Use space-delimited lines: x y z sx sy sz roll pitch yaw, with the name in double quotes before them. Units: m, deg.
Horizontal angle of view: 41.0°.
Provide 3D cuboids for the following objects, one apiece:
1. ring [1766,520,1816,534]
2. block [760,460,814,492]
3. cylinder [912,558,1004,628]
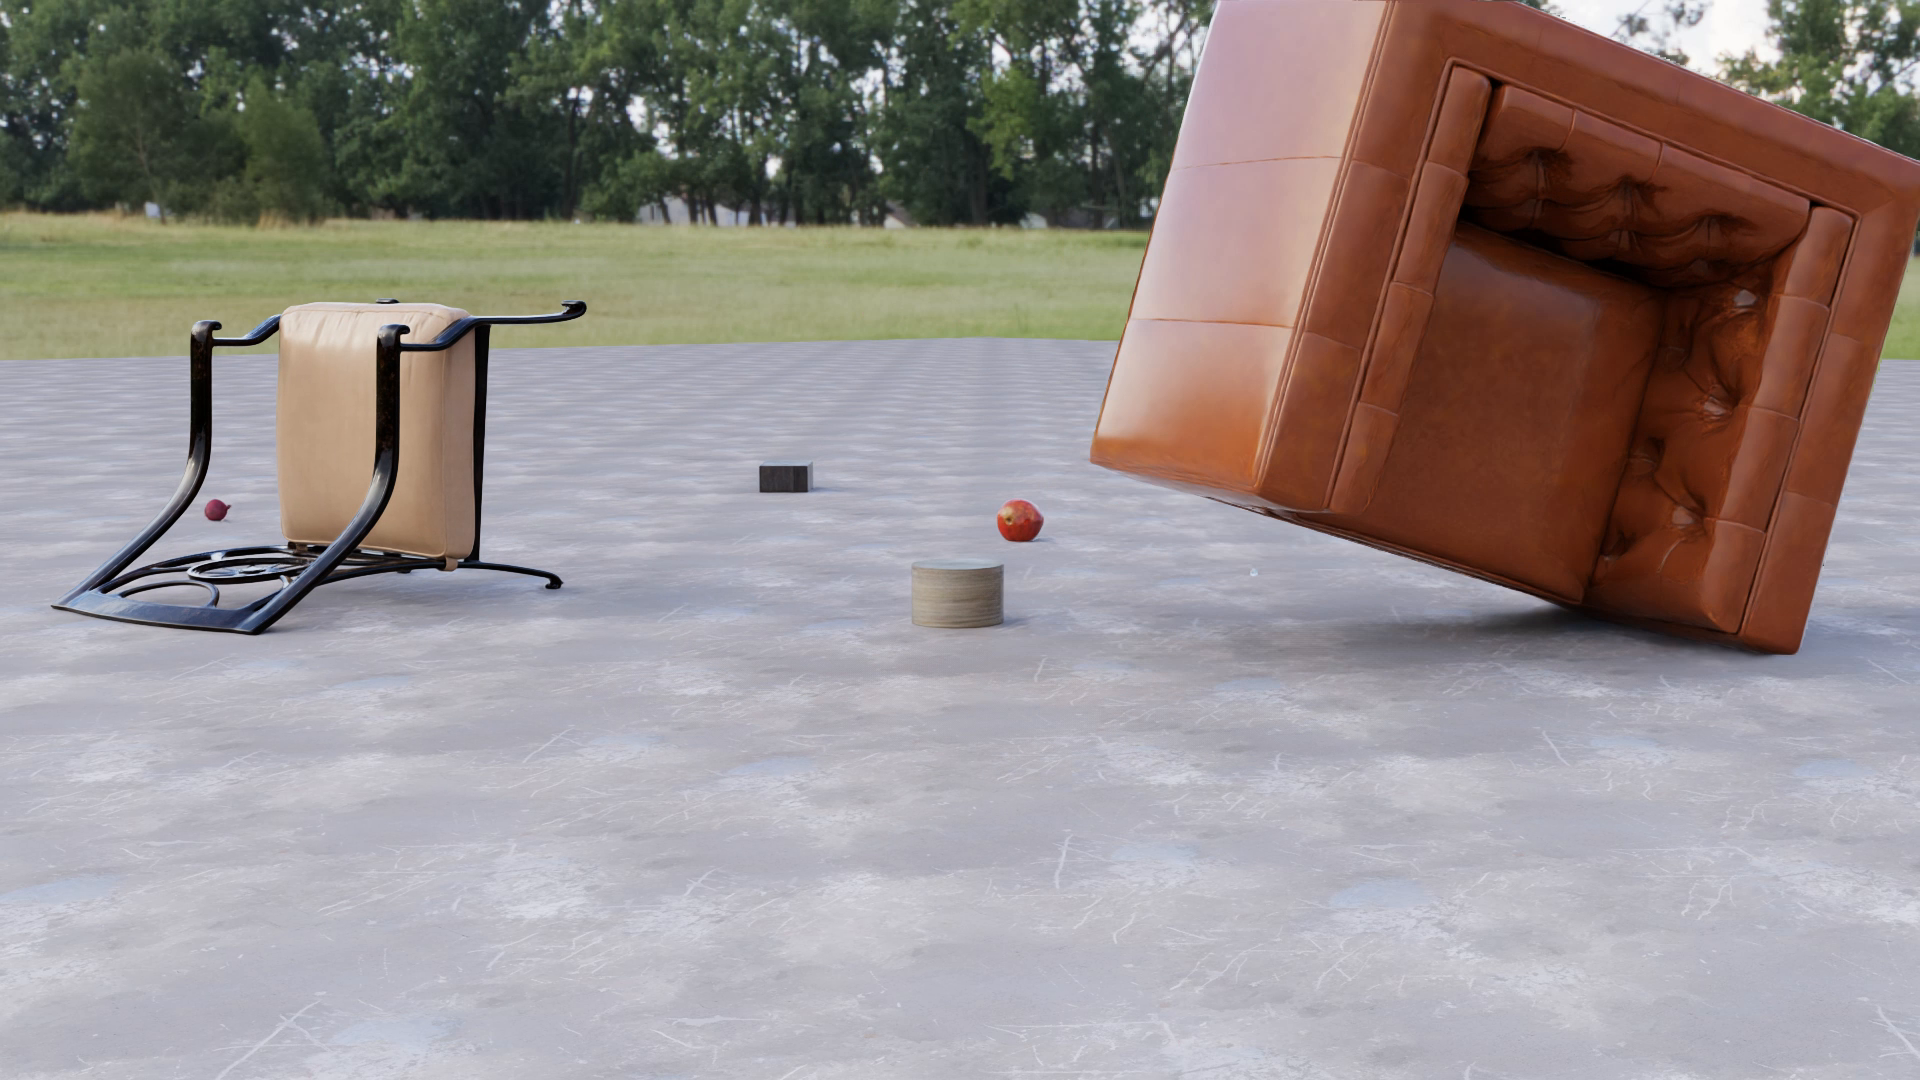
"ring" 2.138 -0.034 6.603 0.130 0.029 0.102 -2 7 -10
"block" -0.535 -0.196 7.910 0.147 0.082 0.209 0 6 1
"cylinder" -0.005 0.101 4.891 0.174 0.112 0.188 2 6 20
